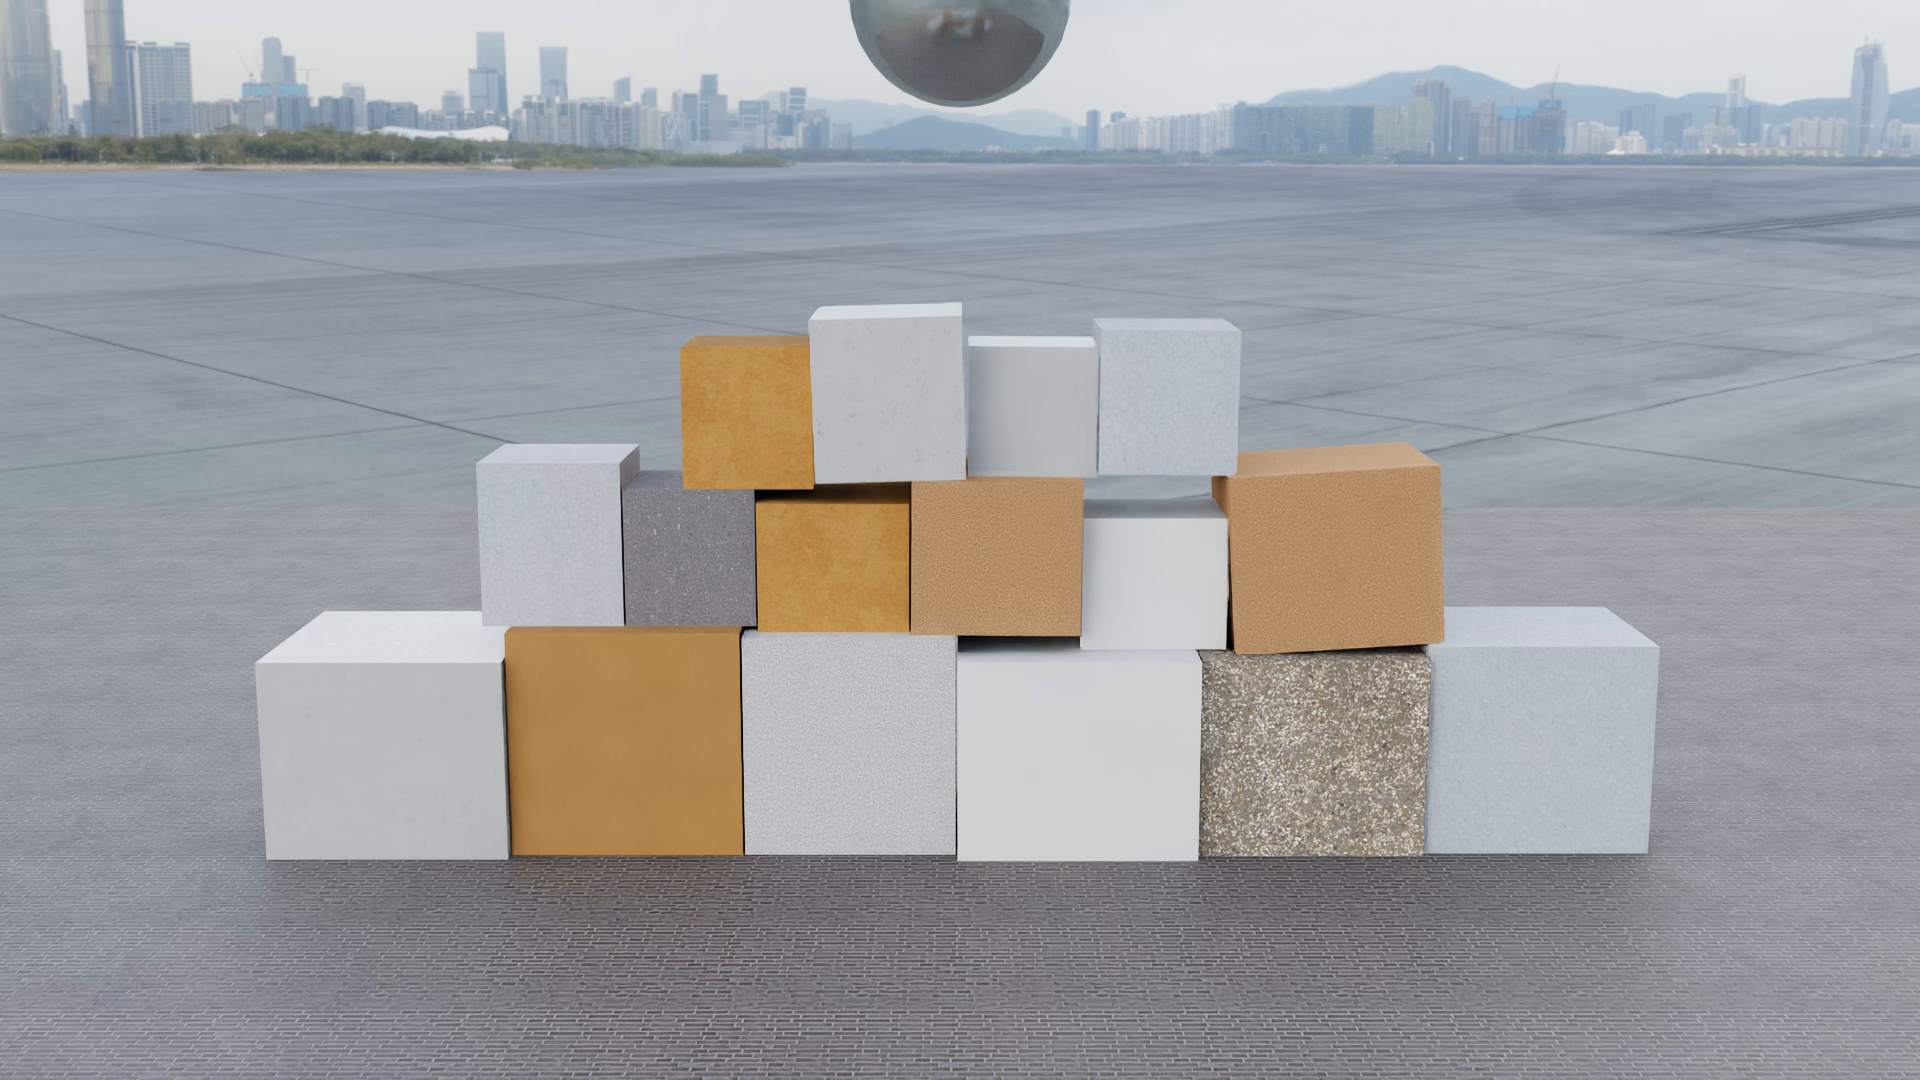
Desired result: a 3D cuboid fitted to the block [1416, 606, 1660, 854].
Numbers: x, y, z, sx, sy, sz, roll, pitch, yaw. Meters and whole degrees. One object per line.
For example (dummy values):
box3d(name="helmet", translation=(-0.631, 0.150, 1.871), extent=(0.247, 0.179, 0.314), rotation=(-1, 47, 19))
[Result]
box3d(name="block", translation=(2.872, 0.959, 11.336), extent=(1.118, 1.056, 0.937), rotation=(0, 10, 0))

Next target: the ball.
box3d(name="ball", translation=(0.000, -3.901, 15.710), extent=(1.600, 1.600, 1.600), rotation=(0, 10, 0))

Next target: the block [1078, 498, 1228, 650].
box3d(name="block", translation=(0.963, 0.164, 11.202), extent=(0.727, 0.660, 0.618), rotation=(0, 10, 0))

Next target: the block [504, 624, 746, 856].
box3d(name="block", translation=(-1.653, 0.918, 11.364), extent=(1.147, 1.128, 1.063), rotation=(0, 10, 0))

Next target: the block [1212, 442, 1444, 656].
box3d(name="block", translation=(1.852, 0.028, 11.190), extent=(1.025, 0.886, 0.852), rotation=(-4, 10, 1))

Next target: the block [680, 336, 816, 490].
box3d(name="block", translation=(-1.041, -0.652, 11.077), extent=(0.640, 0.698, 0.658), rotation=(0, 10, 0))

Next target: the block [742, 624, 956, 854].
box3d(name="block", translation=(-0.546, 0.929, 11.366), extent=(1.047, 1.105, 1.047), rotation=(0, 10, 0))

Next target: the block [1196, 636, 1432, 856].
box3d(name="block", translation=(1.744, 0.985, 11.366), extent=(1.117, 0.996, 1.073), rotation=(0, 10, 0))

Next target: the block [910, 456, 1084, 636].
box3d(name="block", translation=(0.179, 0.013, 11.188), extent=(0.836, 0.765, 0.900), rotation=(0, 10, 0))

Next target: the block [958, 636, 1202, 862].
box3d(name="block", translation=(0.582, 0.984, 11.346), extent=(1.188, 1.004, 1.186), rotation=(0, 10, 0))

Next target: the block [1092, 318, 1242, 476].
box3d(name="block", translation=(1.020, -0.731, 11.060), extent=(0.675, 0.709, 0.728), rotation=(0, 10, 0))

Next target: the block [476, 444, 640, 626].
box3d(name="block", translation=(-2.017, -0.036, 11.172), extent=(0.700, 0.817, 0.690), rotation=(0, 10, 0))

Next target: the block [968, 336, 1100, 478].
box3d(name="block", translation=(0.362, -0.678, 11.065), extent=(0.640, 0.643, 0.573), rotation=(0, 10, 0))

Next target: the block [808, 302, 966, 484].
box3d(name="block", translation=(-0.347, -0.751, 11.030), extent=(0.734, 0.795, 0.858), rotation=(-2, 10, 0))

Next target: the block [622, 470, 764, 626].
box3d(name="block", translation=(-1.334, 0.032, 11.173), extent=(0.647, 0.683, 0.661), rotation=(0, 10, 0))

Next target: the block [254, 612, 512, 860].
box3d(name="block", translation=(-2.834, 0.982, 11.377), extent=(1.194, 0.998, 1.195), rotation=(0, 10, 0))

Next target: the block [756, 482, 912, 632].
box3d(name="block", translation=(-0.625, 0.070, 11.208), extent=(0.749, 0.643, 0.779), rotation=(0, 10, 0))
